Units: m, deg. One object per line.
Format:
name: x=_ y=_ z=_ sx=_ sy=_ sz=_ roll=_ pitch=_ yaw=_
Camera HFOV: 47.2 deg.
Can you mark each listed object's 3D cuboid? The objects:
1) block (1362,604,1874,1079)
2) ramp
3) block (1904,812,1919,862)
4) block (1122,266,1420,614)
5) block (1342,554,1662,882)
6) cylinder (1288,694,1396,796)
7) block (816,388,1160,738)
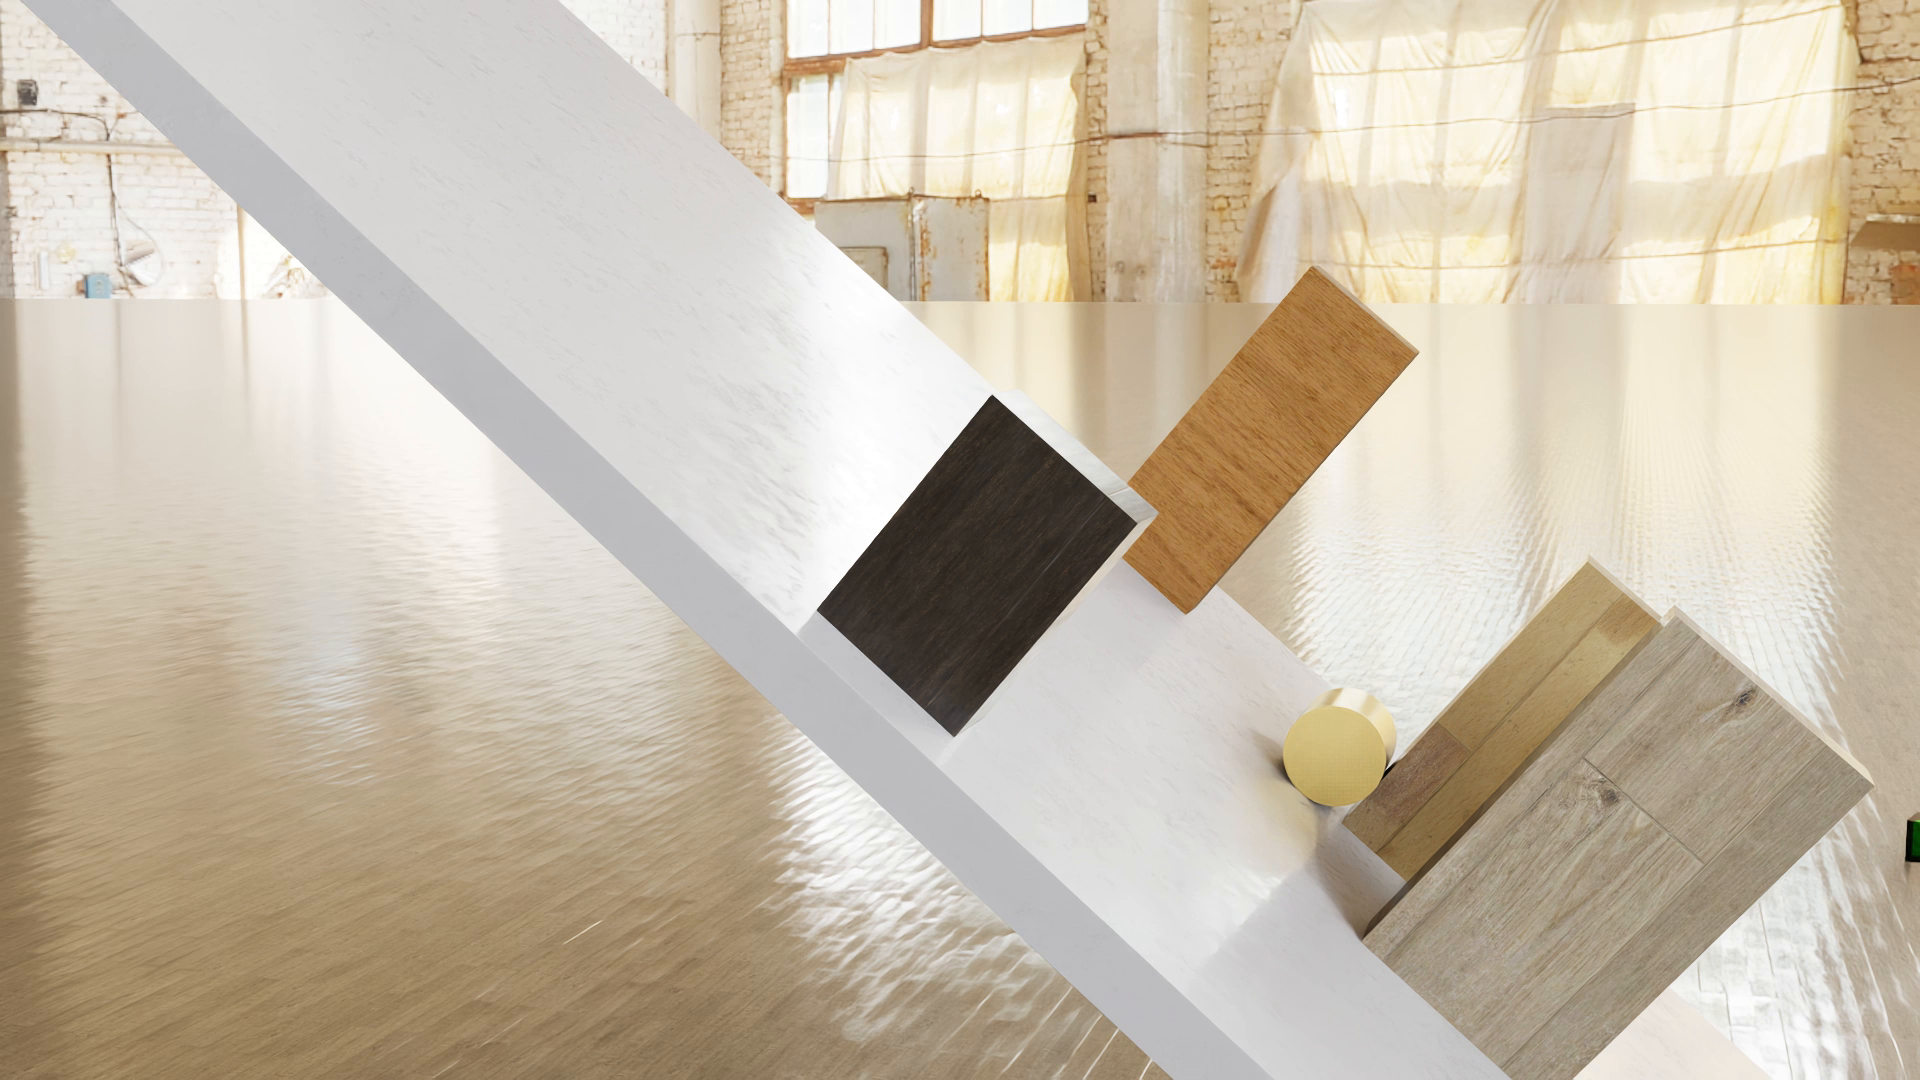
block: x=1.046 y=0.512 z=3.545 sx=0.390 sy=0.737 sz=0.120 roll=42 pitch=16 yaw=8
ramp: x=0.011 y=0.035 z=4.035 sx=4.000 sy=0.100 sz=2.000 roll=42 pitch=16 yaw=8
block: x=3.082 y=0.948 z=6.963 sx=0.131 sy=0.131 sz=0.131 roll=5 pitch=9 yaw=36
block: x=0.599 y=-0.202 z=4.511 sx=0.271 sy=0.707 sz=0.106 roll=42 pitch=16 yaw=8
block: x=1.081 y=0.416 z=4.015 sx=0.420 sy=0.661 sz=0.107 roll=42 pitch=16 yaw=8
cylinder: x=0.716 y=0.387 z=4.134 sx=0.189 sy=0.189 sz=0.189 roll=1 pitch=-6 yaw=7
block: x=0.039 y=0.031 z=3.184 sx=0.274 sy=0.415 sz=0.143 roll=42 pitch=16 yaw=8
